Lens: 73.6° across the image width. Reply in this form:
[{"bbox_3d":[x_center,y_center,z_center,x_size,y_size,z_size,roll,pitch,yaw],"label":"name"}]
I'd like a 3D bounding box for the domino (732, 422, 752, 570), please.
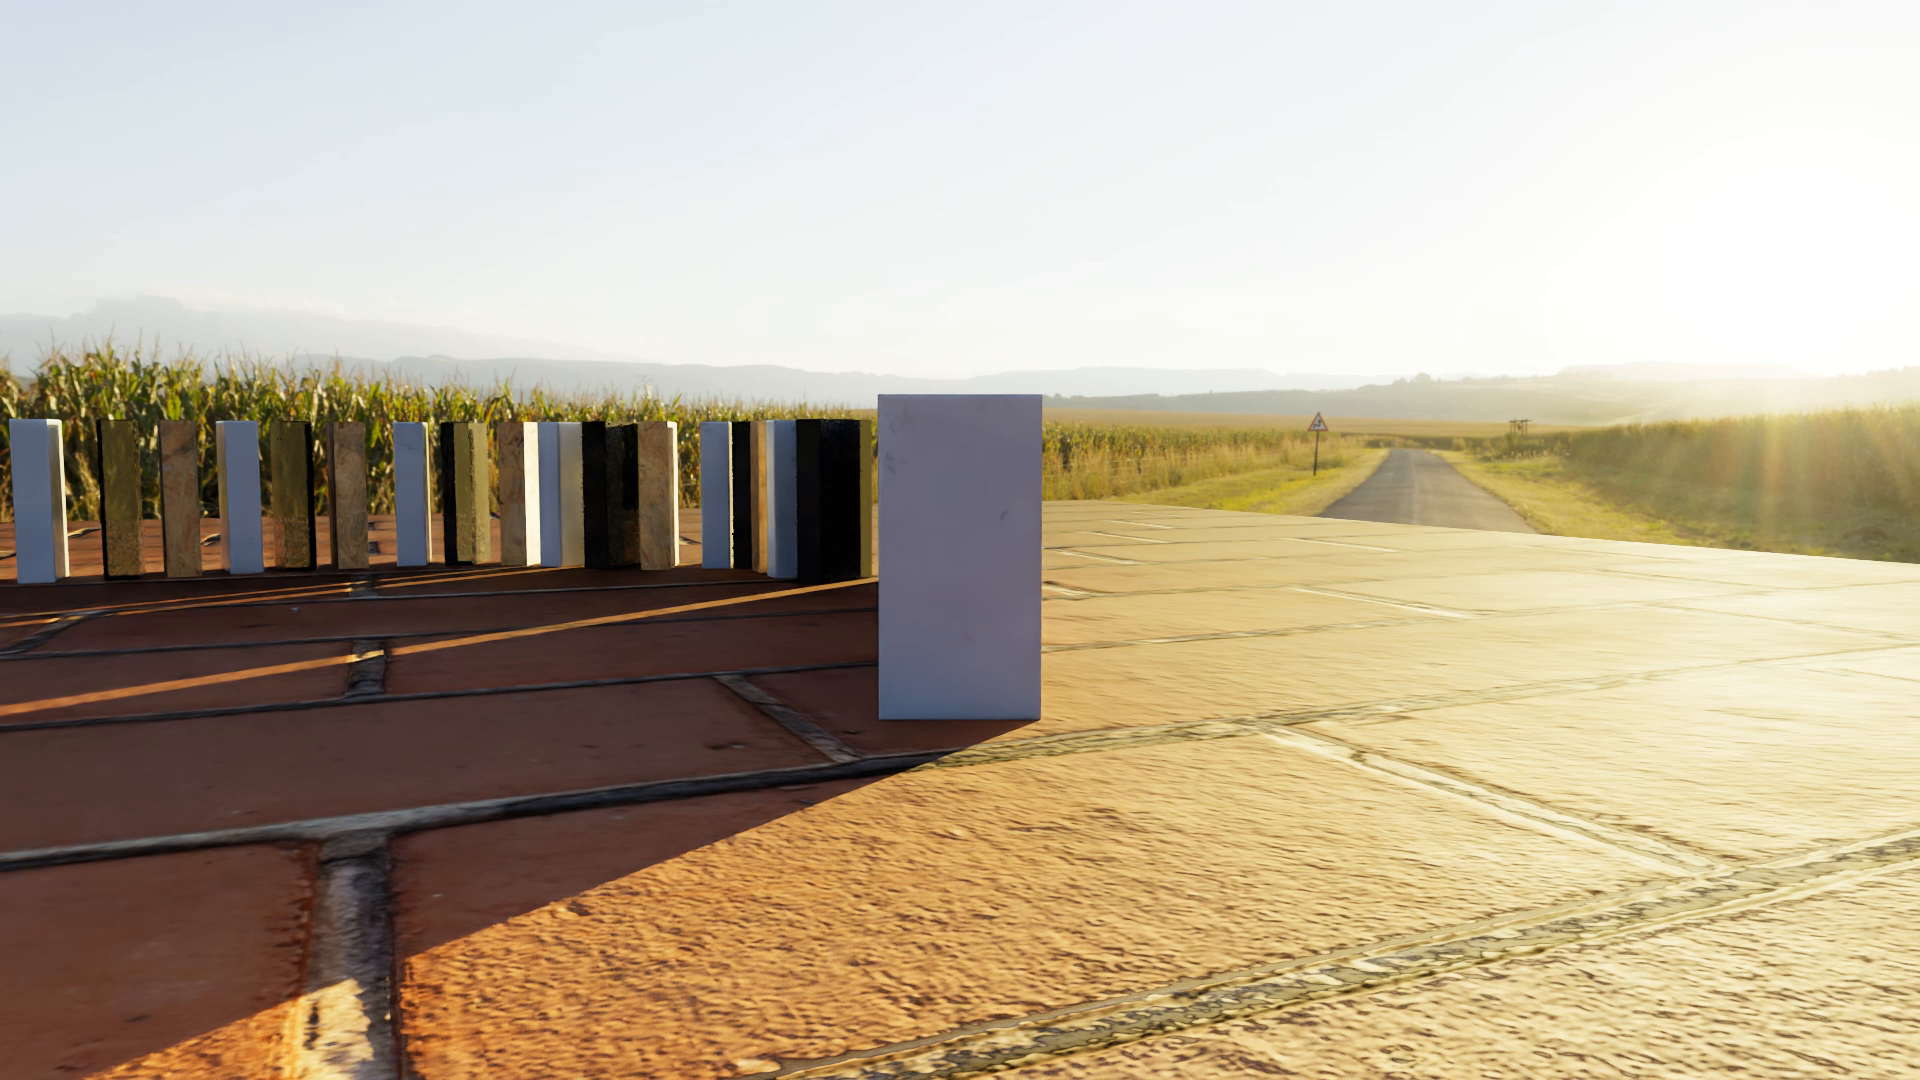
[{"bbox_3d":[-0.067,-0.016,0.445,0.009,0.050,0.025,2,5,30],"label":"domino"}]

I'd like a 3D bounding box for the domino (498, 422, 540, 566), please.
[{"bbox_3d":[-0.155,-0.017,0.460,0.010,0.050,0.025,0,4,6],"label":"domino"}]

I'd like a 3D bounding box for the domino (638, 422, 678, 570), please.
[{"bbox_3d":[-0.104,-0.016,0.444,0.010,0.050,0.025,0,4,-6],"label":"domino"}]

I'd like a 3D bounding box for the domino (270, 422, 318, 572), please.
[{"bbox_3d":[-0.228,-0.015,0.438,0.010,0.050,0.025,-3,5,-35],"label":"domino"}]

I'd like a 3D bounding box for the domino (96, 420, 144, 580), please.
[{"bbox_3d":[-0.268,-0.013,0.411,0.009,0.050,0.025,-2,5,-29],"label":"domino"}]

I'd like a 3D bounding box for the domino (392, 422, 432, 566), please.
[{"bbox_3d":[-0.195,-0.017,0.457,0.009,0.050,0.025,-1,5,-19],"label":"domino"}]

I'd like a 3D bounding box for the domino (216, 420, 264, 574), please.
[{"bbox_3d":[-0.241,-0.015,0.429,0.010,0.050,0.025,-3,5,-36],"label":"domino"}]

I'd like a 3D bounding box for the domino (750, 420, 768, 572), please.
[{"bbox_3d":[-0.057,-0.015,0.432,0.025,0.050,0.010,-2,5,-25],"label":"domino"}]

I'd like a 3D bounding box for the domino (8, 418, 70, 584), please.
[{"bbox_3d":[-0.287,-0.012,0.401,0.010,0.050,0.025,-2,5,-27],"label":"domino"}]

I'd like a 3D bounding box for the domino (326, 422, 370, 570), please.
[{"bbox_3d":[-0.214,-0.016,0.447,0.010,0.050,0.025,-3,5,-31],"label":"domino"}]

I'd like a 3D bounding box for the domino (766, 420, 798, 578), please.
[{"bbox_3d":[-0.049,-0.013,0.412,0.025,0.050,0.009,-2,5,-24],"label":"domino"}]

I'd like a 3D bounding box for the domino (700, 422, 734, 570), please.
[{"bbox_3d":[-0.085,-0.016,0.447,0.010,0.050,0.025,-1,4,-8],"label":"domino"}]

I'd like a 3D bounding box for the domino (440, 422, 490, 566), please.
[{"bbox_3d":[-0.177,-0.017,0.461,0.009,0.050,0.025,0,4,-6],"label":"domino"}]

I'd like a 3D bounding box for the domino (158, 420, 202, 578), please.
[{"bbox_3d":[-0.255,-0.014,0.419,0.009,0.050,0.025,-3,5,-34],"label":"domino"}]

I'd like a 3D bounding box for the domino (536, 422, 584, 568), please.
[{"bbox_3d":[-0.136,-0.017,0.454,0.009,0.050,0.025,2,5,28],"label":"domino"}]

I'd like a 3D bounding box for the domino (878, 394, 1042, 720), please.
[{"bbox_3d":[0.000,0.002,0.201,0.025,0.050,0.010,0,4,0],"label":"domino"}]

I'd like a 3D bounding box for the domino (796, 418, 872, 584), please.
[{"bbox_3d":[-0.039,-0.012,0.398,0.010,0.050,0.025,3,5,33],"label":"domino"}]

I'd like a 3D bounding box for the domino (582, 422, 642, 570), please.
[{"bbox_3d":[-0.119,-0.016,0.446,0.010,0.050,0.025,2,5,20],"label":"domino"}]
